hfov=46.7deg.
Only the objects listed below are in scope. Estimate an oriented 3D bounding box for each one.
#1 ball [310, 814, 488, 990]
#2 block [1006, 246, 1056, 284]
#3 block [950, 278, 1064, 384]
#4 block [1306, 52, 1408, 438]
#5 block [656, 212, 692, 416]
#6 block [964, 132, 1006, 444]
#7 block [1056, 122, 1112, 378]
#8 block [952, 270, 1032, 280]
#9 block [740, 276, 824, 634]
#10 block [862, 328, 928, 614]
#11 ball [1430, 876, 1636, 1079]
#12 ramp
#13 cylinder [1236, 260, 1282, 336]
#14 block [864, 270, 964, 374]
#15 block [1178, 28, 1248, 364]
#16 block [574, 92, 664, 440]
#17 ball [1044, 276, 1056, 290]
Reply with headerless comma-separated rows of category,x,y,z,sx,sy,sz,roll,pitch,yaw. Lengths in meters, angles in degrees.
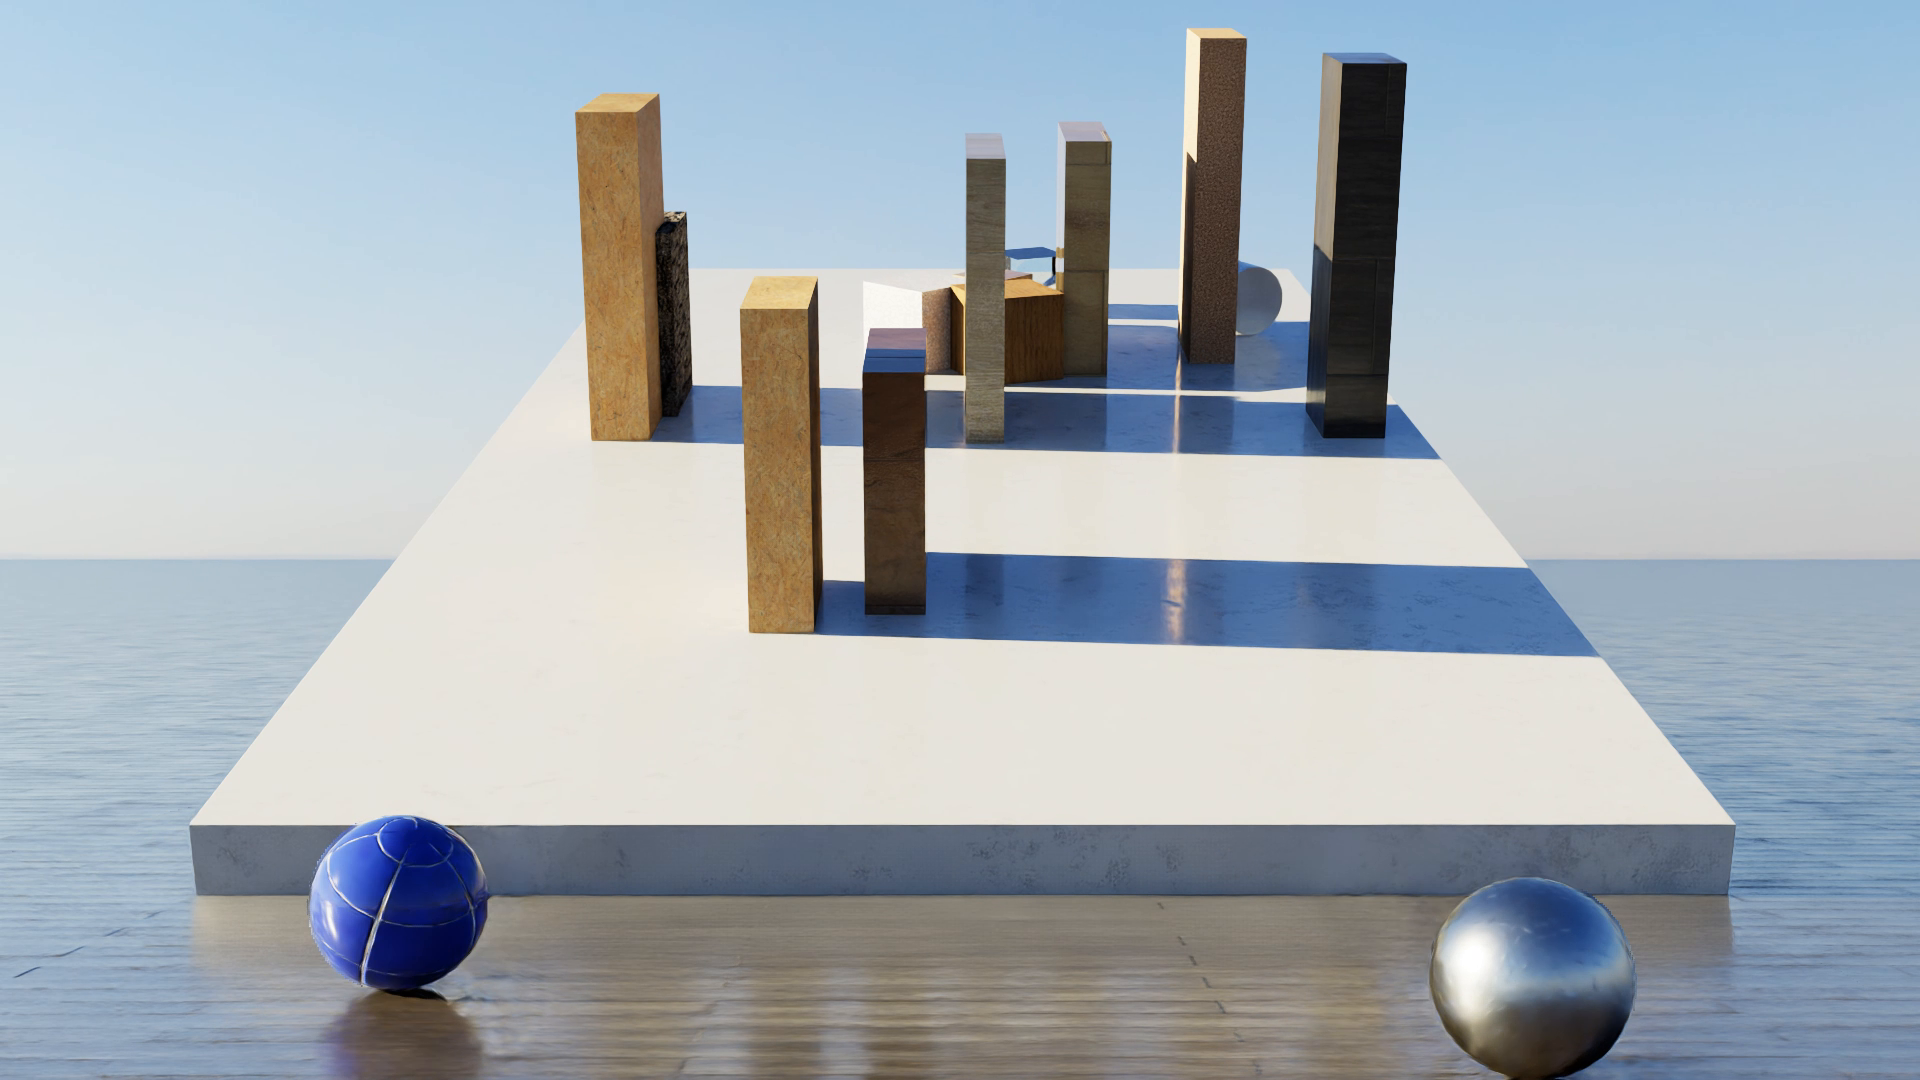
ball,-0.574,0.371,2.281,0.178,0.178,0.178,0,0,0
block,0.191,-0.705,6.075,0.156,0.156,0.156,-8,19,-24
block,0.112,-0.498,5.323,0.206,0.206,0.206,-7,19,-22
block,0.844,-0.632,4.771,0.132,0.789,0.251,0,17,0
block,-0.686,-0.515,5.030,0.115,0.409,0.306,0,17,0
block,0.052,-0.555,4.837,0.081,0.602,0.432,0,17,0
block,0.297,-0.715,5.425,0.107,0.559,0.393,0,17,0
block,0.085,-0.621,5.815,0.149,0.149,0.149,14,22,39
block,-0.287,-0.144,3.631,0.105,0.529,0.274,0,17,0
block,-0.107,-0.123,3.768,0.100,0.409,0.344,0,17,0
ball,0.486,0.373,1.893,0.170,0.170,0.170,0,0,0
ramp,-0.003,-0.177,4.801,2.000,0.100,4.000,0,17,0
cylinder,0.721,-0.642,5.830,0.178,0.178,0.178,0,16,-26
block,-0.093,-0.534,5.445,0.201,0.201,0.201,16,23,42
block,0.619,-0.852,5.492,0.110,0.782,0.306,0,17,0
block,-0.723,-0.597,4.818,0.125,0.692,0.375,0,17,0
ball,0.274,-0.607,5.748,0.162,0.162,0.162,0,0,0
